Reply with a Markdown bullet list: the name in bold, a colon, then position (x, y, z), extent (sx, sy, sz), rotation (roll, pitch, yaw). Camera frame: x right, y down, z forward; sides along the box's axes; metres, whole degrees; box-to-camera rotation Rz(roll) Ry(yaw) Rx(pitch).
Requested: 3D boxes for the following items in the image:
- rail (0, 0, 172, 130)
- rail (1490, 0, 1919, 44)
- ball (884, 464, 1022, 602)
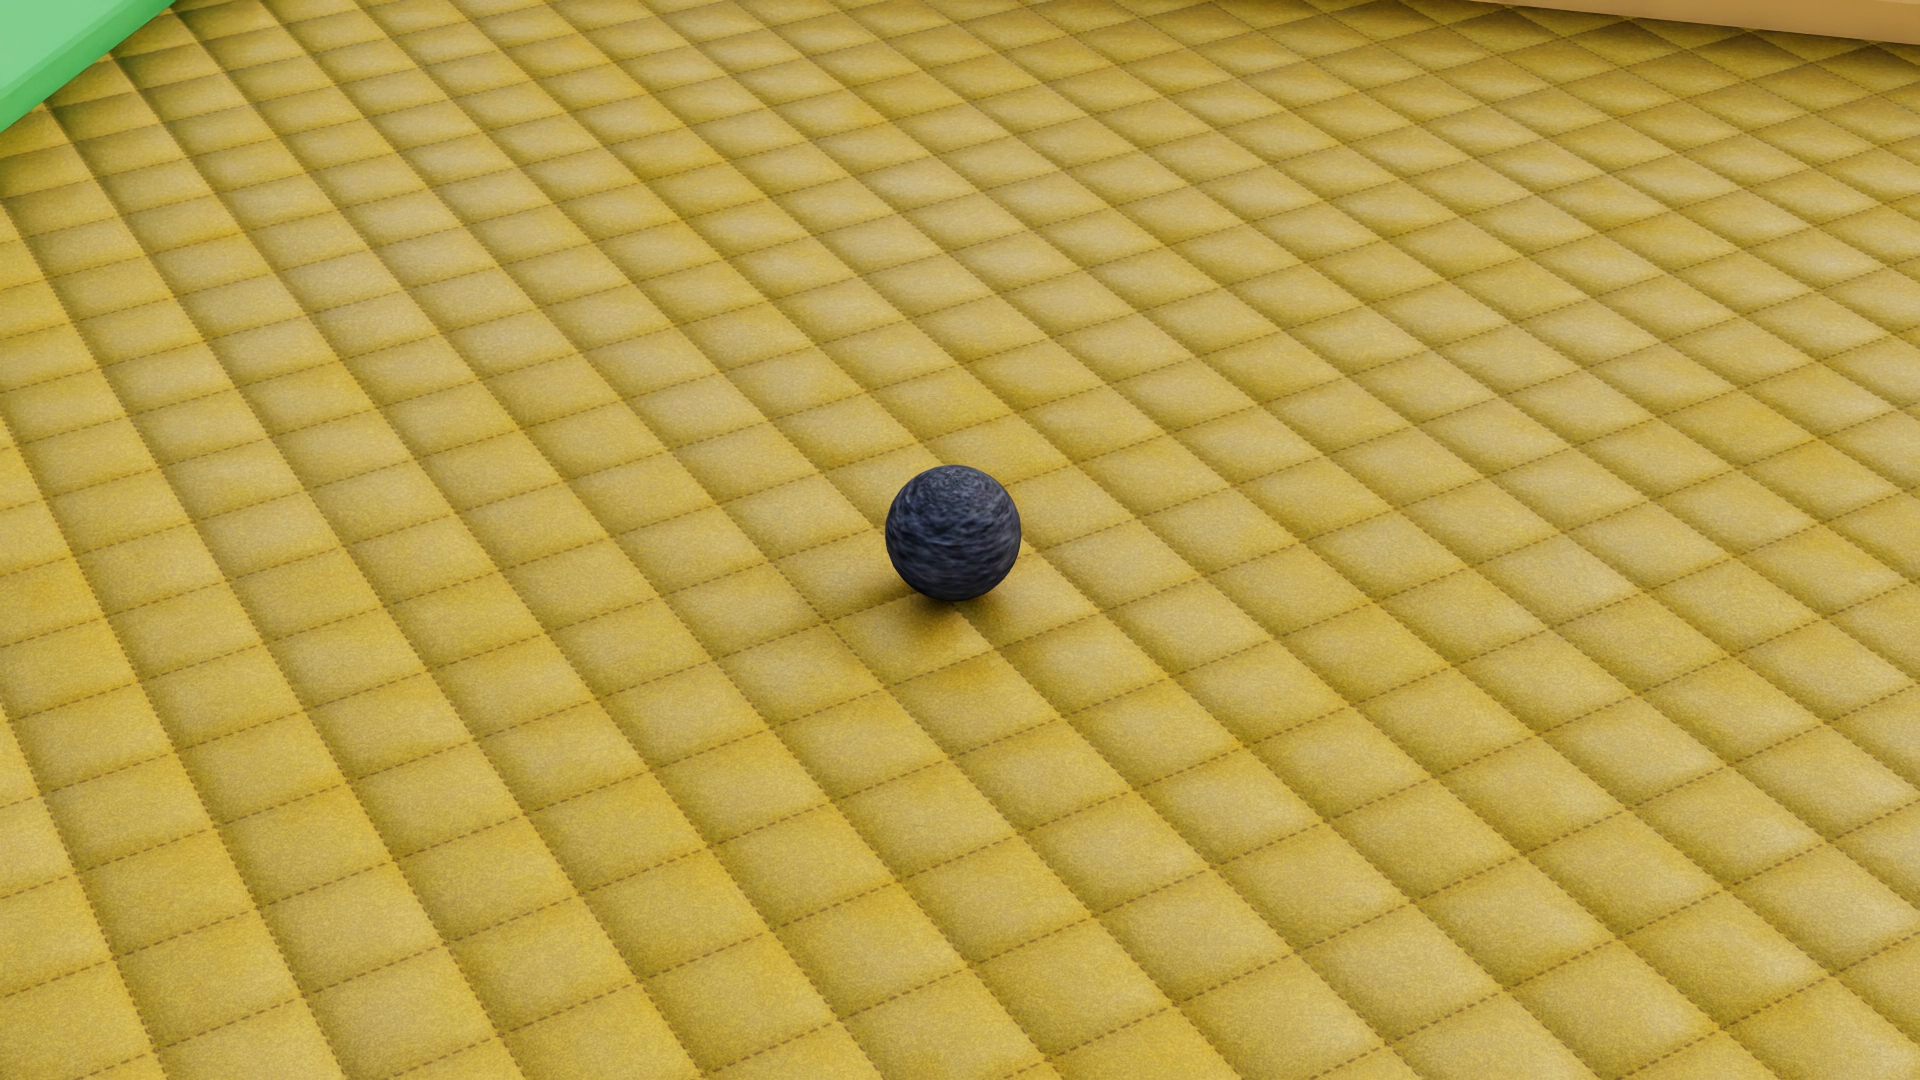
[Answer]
- **rail**: position (-1.039, -0.177, 2.059), extent (0.045, 0.127, 2.391), rotation (8, 35, 12)
- **rail**: position (1.362, -0.502, 2.536), extent (4.394, 0.127, 0.045), rotation (8, 35, 12)
- **ball**: position (-0.005, -0.005, 1.835), extent (0.098, 0.098, 0.098), rotation (0, 34, 0)
